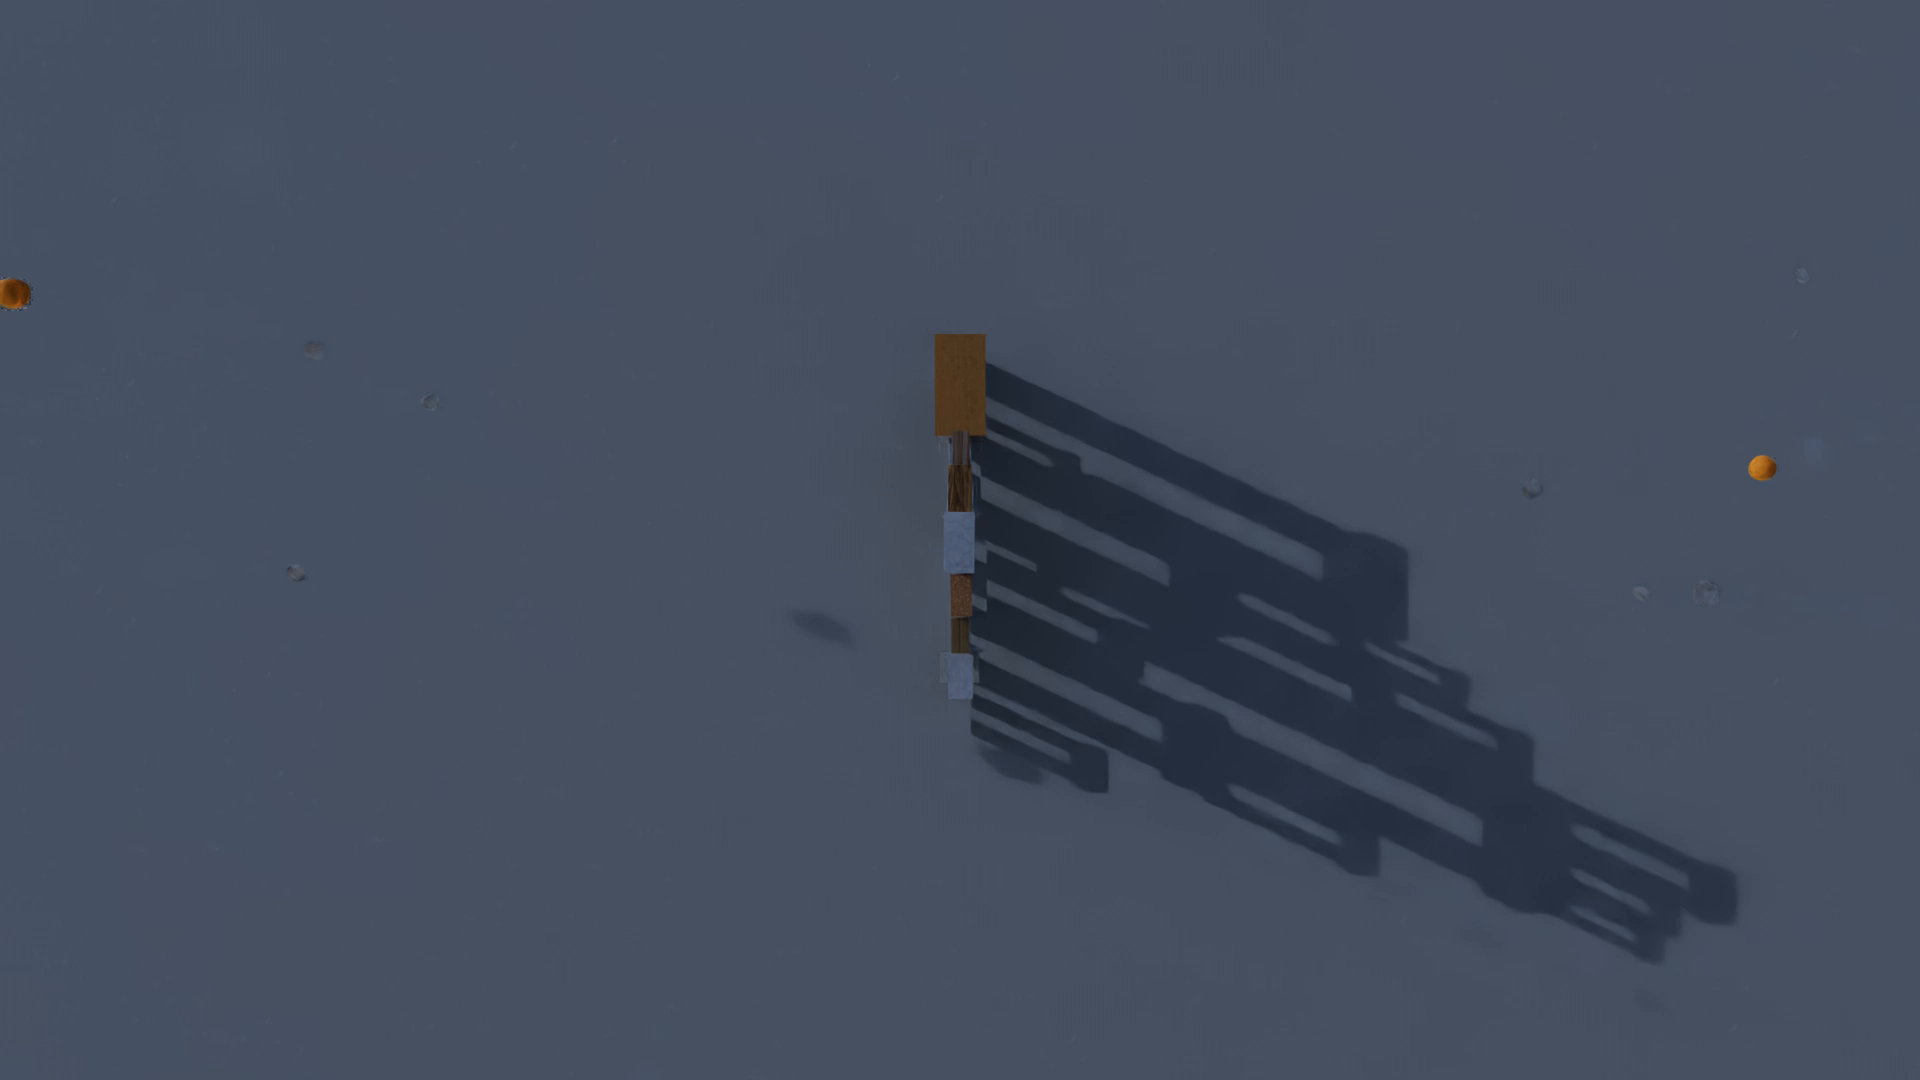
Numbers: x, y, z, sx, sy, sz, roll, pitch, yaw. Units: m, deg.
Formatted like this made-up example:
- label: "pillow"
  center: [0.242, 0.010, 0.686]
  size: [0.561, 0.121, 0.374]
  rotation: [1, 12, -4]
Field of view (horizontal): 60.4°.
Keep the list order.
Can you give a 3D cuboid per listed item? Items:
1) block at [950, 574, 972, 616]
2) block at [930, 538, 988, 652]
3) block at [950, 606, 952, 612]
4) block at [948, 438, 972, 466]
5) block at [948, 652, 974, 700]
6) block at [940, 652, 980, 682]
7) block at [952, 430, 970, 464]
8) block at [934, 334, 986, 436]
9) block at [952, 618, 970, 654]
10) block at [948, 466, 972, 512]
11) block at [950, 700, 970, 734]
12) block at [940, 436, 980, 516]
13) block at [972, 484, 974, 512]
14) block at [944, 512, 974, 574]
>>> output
- label: "block"
  center: [0.004, 0.158, 4.706]
  size: [0.060, 0.017, 0.120]
  rotation: [-1, 90, 0]
- label: "block"
  center: [-0.004, 0.160, 4.858]
  size: [0.167, 0.047, 0.334]
  rotation: [0, 90, 0]
- label: "block"
  center: [0.004, 0.198, 4.774]
  size: [0.060, 0.120, 0.017]
  rotation: [0, 90, 0]
- label: "block"
  center: [0.000, -0.246, 5.060]
  size: [0.068, 0.019, 0.136]
  rotation: [0, 90, 0]
- label: "block"
  center: [0.002, 0.410, 5.051]
  size: [0.077, 0.022, 0.154]
  rotation: [0, 90, 0]
- label: "block"
  center: [-0.001, 0.327, 5.233]
  size: [0.125, 0.035, 0.249]
  rotation: [0, 90, 0]
- label: "block"
  center: [0.003, -0.276, 4.942]
  size: [0.050, 0.014, 0.101]
  rotation: [0, 90, 0]
- label: "block"
  center: [0.001, -0.473, 5.042]
  size: [0.155, 0.044, 0.310]
  rotation: [0, 90, 0]
- label: "block"
  center: [0.001, 0.273, 4.723]
  size: [0.052, 0.015, 0.104]
  rotation: [0, 90, 0]
- label: "block"
  center: [0.000, -0.152, 4.874]
  size: [0.069, 0.020, 0.138]
  rotation: [0, 90, 0]
- label: "block"
  center: [0.001, 0.560, 5.354]
  size: [0.068, 0.019, 0.137]
  rotation: [0, 90, 0]
- label: "block"
  center: [0.002, -0.207, 5.223]
  size: [0.129, 0.037, 0.258]
  rotation: [0, 90, 0]
- label: "block"
  center: [0.002, -0.092, 5.033]
  size: [0.081, 0.023, 0.161]
  rotation: [0, 90, 0]
- label: "block"
  center: [-0.002, 0.007, 4.650]
  size: [0.086, 0.024, 0.172]
  rotation: [0, 90, 0]
